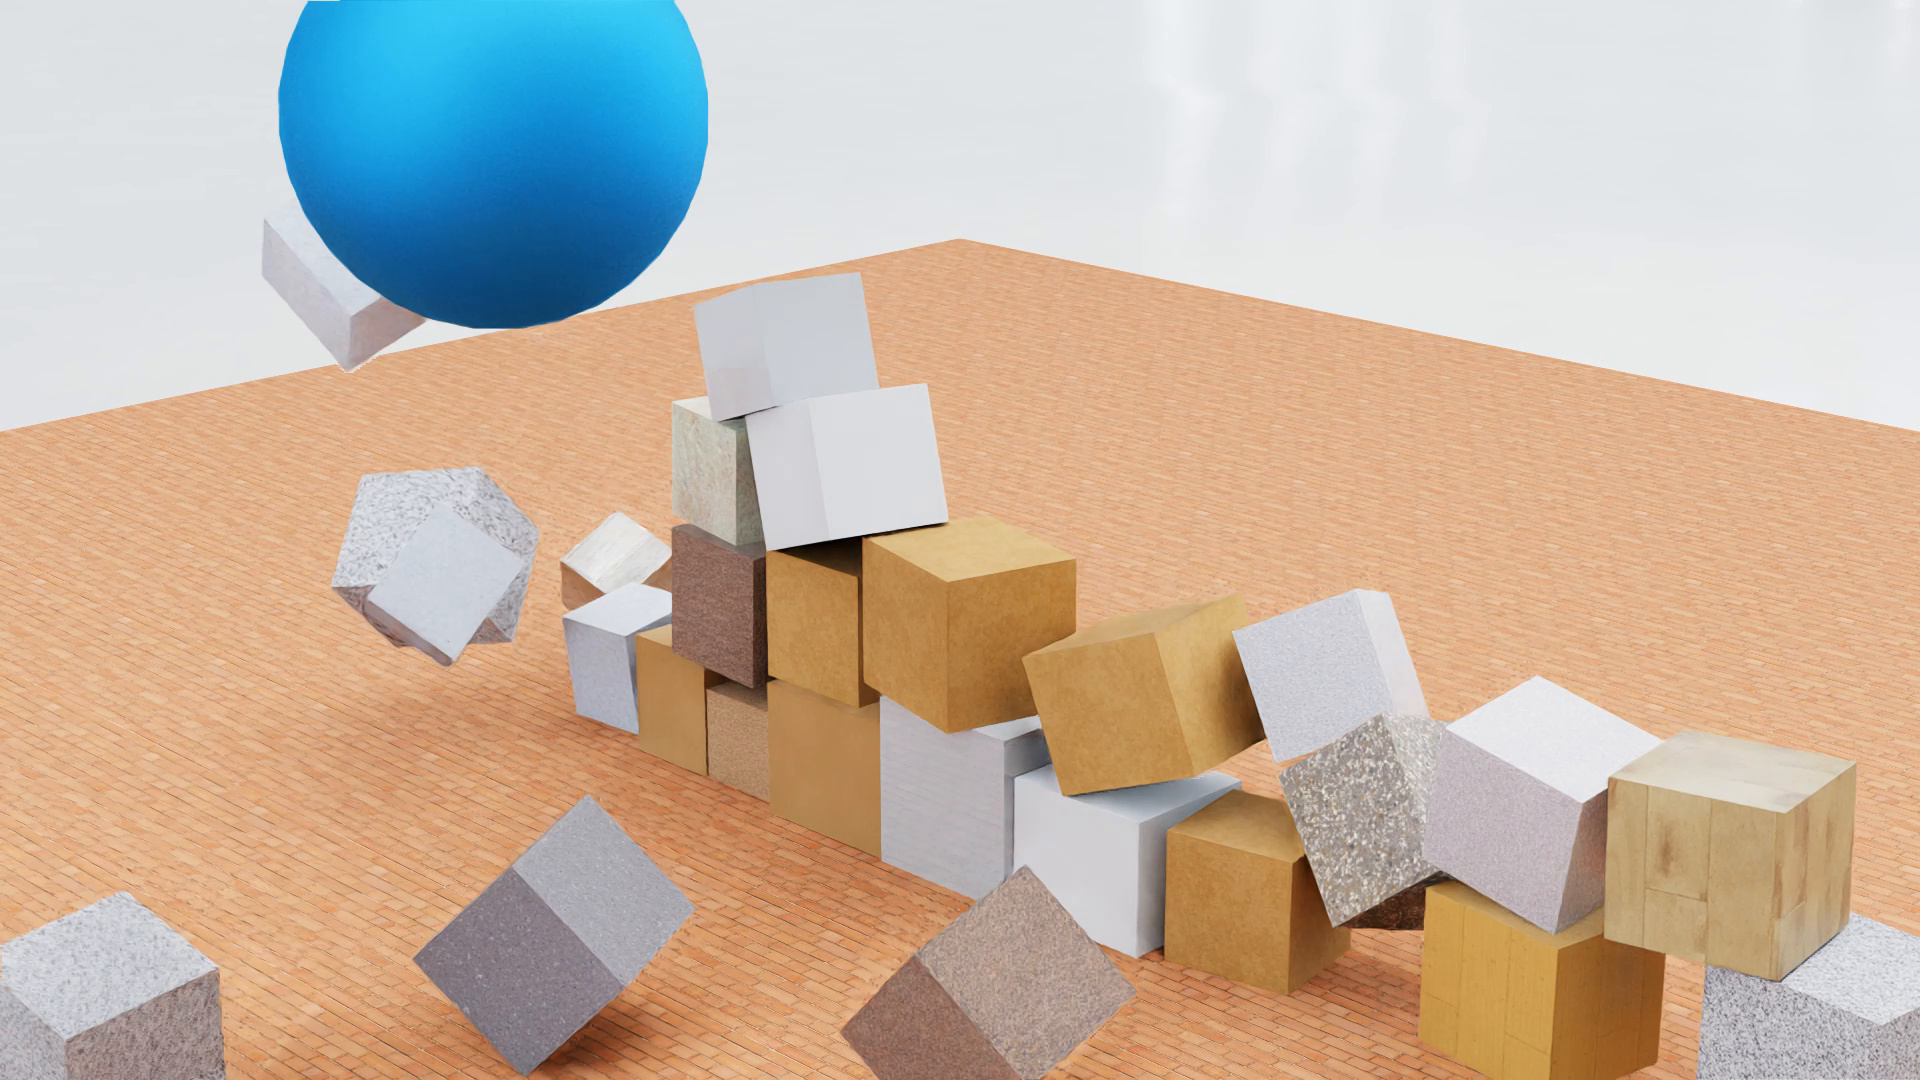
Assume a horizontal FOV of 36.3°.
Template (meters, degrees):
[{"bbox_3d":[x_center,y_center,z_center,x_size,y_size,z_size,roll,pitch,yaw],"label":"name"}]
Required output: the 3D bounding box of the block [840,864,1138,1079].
[{"bbox_3d":[0.102,1.766,10.969,0.631,0.696,0.657,48,48,9],"label":"block"}]

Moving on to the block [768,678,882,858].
[{"bbox_3d":[-0.364,0.999,14.056,0.770,0.666,0.797,-17,24,-42],"label":"block"}]

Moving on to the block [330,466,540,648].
[{"bbox_3d":[-2.722,0.097,15.276,0.713,0.672,0.670,-3,60,22],"label":"block"}]

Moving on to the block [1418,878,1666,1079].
[{"bbox_3d":[2.321,1.737,11.697,0.632,0.673,0.705,-12,21,-34],"label":"block"}]

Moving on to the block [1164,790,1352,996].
[{"bbox_3d":[1.286,1.500,12.566,0.602,0.603,0.565,12,21,33],"label":"block"}]

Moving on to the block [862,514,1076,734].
[{"bbox_3d":[0.037,0.369,13.279,0.665,0.706,0.769,-10,20,-29],"label":"block"}]

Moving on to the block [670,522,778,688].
[{"bbox_3d":[-0.946,0.254,14.402,0.701,0.653,0.627,-16,25,-41],"label":"block"}]

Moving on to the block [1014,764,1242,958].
[{"bbox_3d":[0.741,1.351,13.001,0.728,0.627,0.686,17,24,42],"label":"block"}]

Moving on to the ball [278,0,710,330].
[{"bbox_3d":[-1.742,-1.590,11.016,1.600,1.600,1.600,0,17,0],"label":"ball"}]

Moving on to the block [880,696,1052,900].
[{"bbox_3d":[0.207,1.098,13.495,0.828,0.814,0.788,-17,24,-42],"label":"block"}]

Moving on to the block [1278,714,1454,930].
[{"bbox_3d":[1.849,1.184,12.212,0.662,0.696,0.578,9,-36,-46],"label":"block"}]

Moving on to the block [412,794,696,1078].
[{"bbox_3d":[-1.622,1.582,11.795,0.646,0.639,0.764,47,23,-1],"label":"block"}]

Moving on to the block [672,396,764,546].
[{"bbox_3d":[-1.017,-0.371,14.328,0.557,0.573,0.589,-12,23,-35],"label":"block"}]

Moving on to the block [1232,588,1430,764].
[{"bbox_3d":[1.600,0.586,12.569,0.557,0.584,0.656,-20,-9,18],"label":"block"}]

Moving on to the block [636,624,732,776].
[{"bbox_3d":[-1.226,0.760,14.894,0.526,0.619,0.628,17,24,42],"label":"block"}]

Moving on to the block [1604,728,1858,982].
[{"bbox_3d":[2.888,1.165,10.997,0.690,0.649,0.642,10,20,38],"label":"block"}]

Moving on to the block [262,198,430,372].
[{"bbox_3d":[-2.616,-1.187,12.667,0.517,0.485,0.594,-37,78,-26],"label":"block"}]

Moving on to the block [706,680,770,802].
[{"bbox_3d":[-0.863,0.956,14.528,0.548,0.465,0.545,-17,24,-42],"label":"block"}]

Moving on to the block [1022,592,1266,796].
[{"bbox_3d":[0.831,0.668,12.712,0.730,0.631,0.673,-13,6,41],"label":"block"}]

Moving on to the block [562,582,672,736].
[{"bbox_3d":[-1.696,0.614,15.341,0.477,0.568,0.507,15,30,39],"label":"block"}]

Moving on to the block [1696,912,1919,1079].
[{"bbox_3d":[3.295,1.921,10.950,0.732,0.769,0.753,-14,22,-37],"label":"block"}]

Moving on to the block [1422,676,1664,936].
[{"bbox_3d":[2.296,1.030,11.494,0.609,0.620,0.646,-23,40,-39],"label":"block"}]

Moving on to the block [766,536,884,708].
[{"bbox_3d":[-0.490,0.349,13.946,0.578,0.641,0.637,-17,24,-42],"label":"block"}]

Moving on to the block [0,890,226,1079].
[{"bbox_3d":[-3.279,1.837,11.189,0.641,0.565,0.655,28,37,35],"label":"block"}]

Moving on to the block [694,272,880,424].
[{"bbox_3d":[-0.822,-0.903,13.819,0.560,0.567,0.665,-10,0,-30],"label":"block"}]

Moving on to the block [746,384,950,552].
[{"bbox_3d":[-0.532,-0.335,13.653,0.613,0.645,0.704,-9,0,-28],"label":"block"}]

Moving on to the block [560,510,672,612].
[{"bbox_3d":[-1.911,0.217,16.422,0.437,0.442,0.467,35,59,18],"label":"block"}]

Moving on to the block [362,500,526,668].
[{"bbox_3d":[-2.539,0.227,14.397,0.510,0.584,0.572,36,-13,-7],"label":"block"}]
